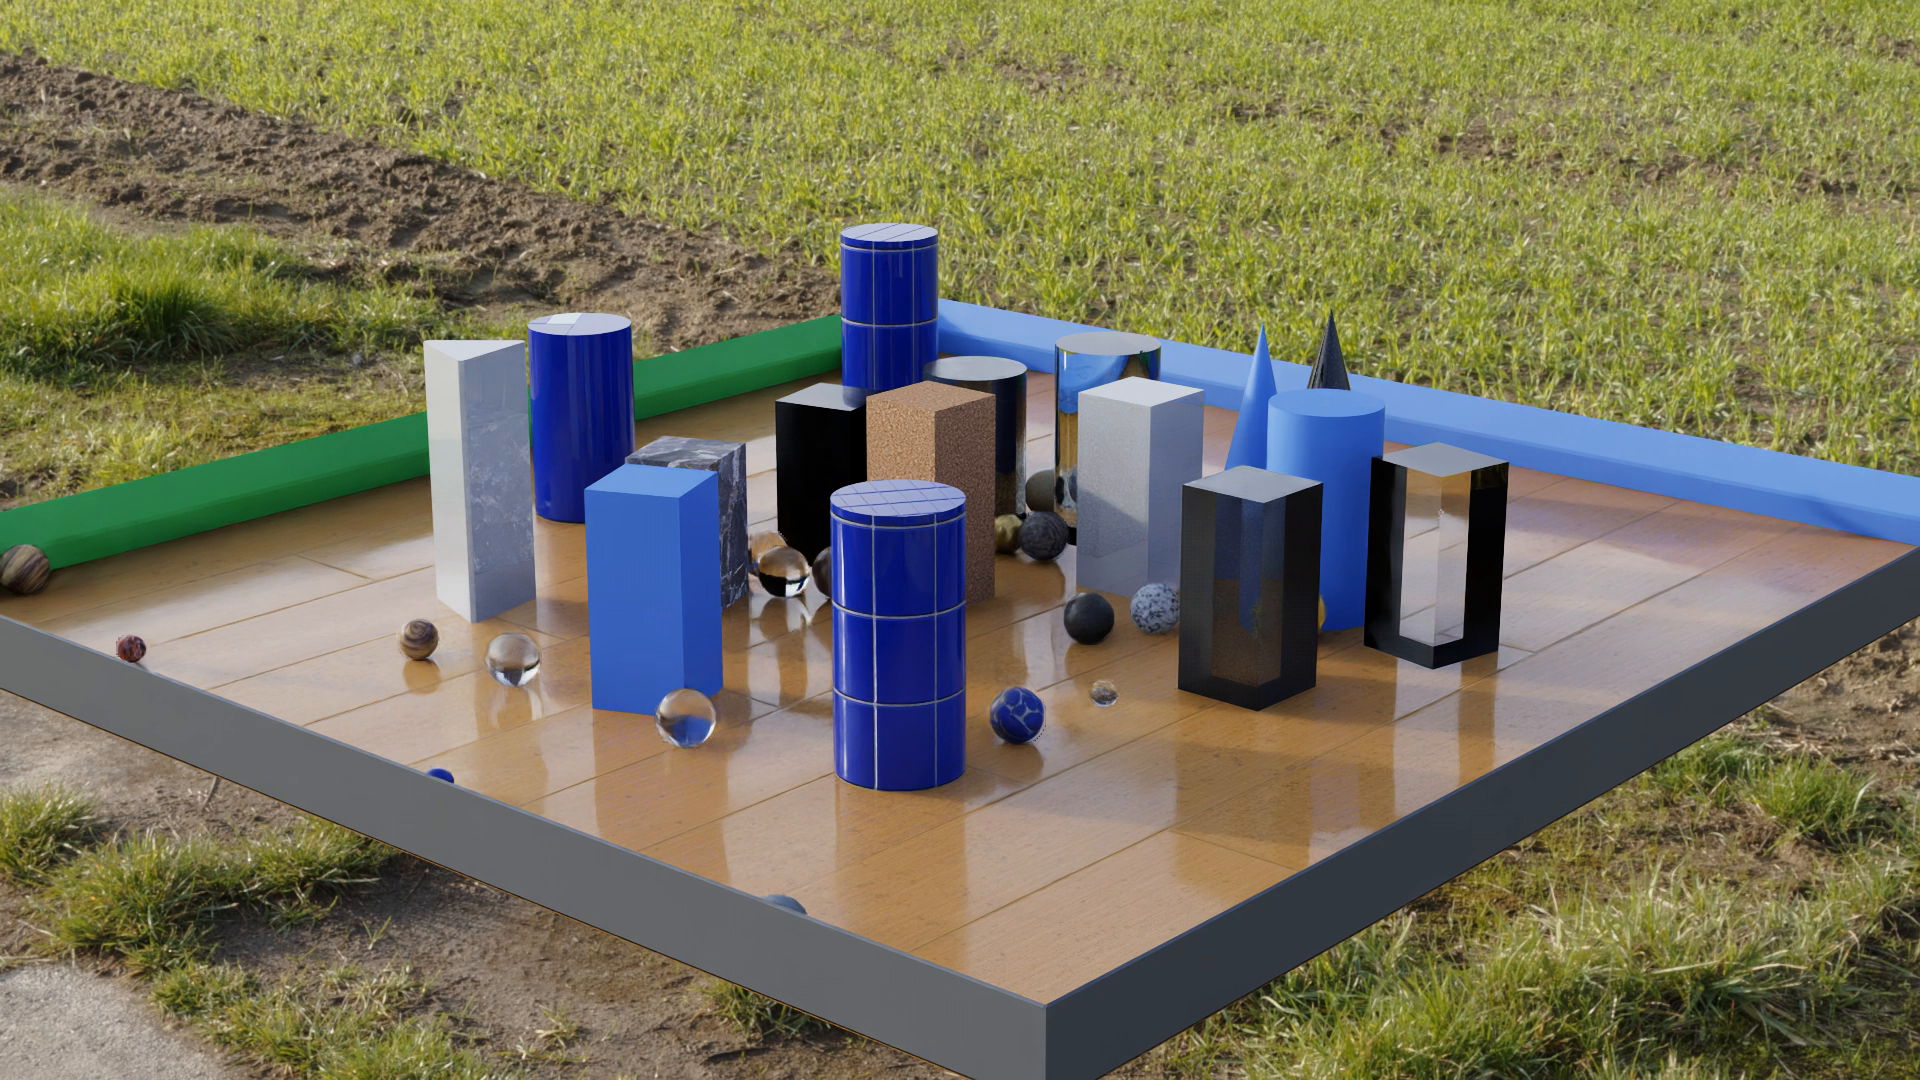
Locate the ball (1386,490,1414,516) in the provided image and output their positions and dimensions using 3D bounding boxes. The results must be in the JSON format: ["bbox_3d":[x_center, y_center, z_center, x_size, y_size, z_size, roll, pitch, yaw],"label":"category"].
[{"bbox_3d":[0.840,-0.071,5.598,0.049,0.049,0.049,0,17,0],"label":"ball"}]

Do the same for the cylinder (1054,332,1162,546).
[{"bbox_3d":[0.272,-0.186,5.434,0.195,0.365,0.195,0,17,0],"label":"cylinder"}]

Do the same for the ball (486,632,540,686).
[{"bbox_3d":[-0.712,0.190,4.669,0.087,0.087,0.087,0,17,0],"label":"ball"}]

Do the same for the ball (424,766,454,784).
[{"bbox_3d":[-0.749,0.350,4.201,0.050,0.050,0.050,0,17,0],"label":"ball"}]

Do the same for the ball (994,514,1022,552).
[{"bbox_3d":[0.087,-0.013,5.367,0.071,0.071,0.071,0,17,0],"label":"ball"}]

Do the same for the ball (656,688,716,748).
[{"bbox_3d":[-0.412,0.267,4.406,0.090,0.090,0.090,0,17,0],"label":"ball"}]

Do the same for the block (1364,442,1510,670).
[{"bbox_3d":[0.780,0.024,4.810,0.156,0.324,0.156,-13,21,-36],"label":"block"}]

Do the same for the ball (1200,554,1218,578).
[{"bbox_3d":[0.438,0.046,5.225,0.042,0.042,0.042,0,17,0],"label":"ball"}]

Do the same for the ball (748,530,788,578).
[{"bbox_3d":[-0.346,0.026,5.213,0.086,0.086,0.086,0,17,0],"label":"ball"}]

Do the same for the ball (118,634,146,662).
[{"bbox_3d":[-1.351,0.177,4.782,0.045,0.045,0.045,0,17,0],"label":"ball"}]

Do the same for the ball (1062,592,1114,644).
[{"bbox_3d":[0.214,0.129,4.874,0.085,0.085,0.085,0,17,0],"label":"ball"}]

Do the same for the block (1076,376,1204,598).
[{"bbox_3d":[0.315,-0.092,5.148,0.156,0.349,0.156,14,22,38],"label":"block"}]

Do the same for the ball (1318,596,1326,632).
[{"bbox_3d":[0.563,0.121,4.886,0.094,0.094,0.094,0,17,0],"label":"ball"}]

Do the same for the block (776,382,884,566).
[{"bbox_3d":[-0.224,-0.115,5.312,0.156,0.299,0.156,9,19,27],"label":"block"}]

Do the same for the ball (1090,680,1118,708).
[{"bbox_3d":[0.225,0.240,4.578,0.044,0.044,0.044,0,17,0],"label":"ball"}]

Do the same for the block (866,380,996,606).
[{"bbox_3d":[-0.049,-0.073,5.061,0.156,0.363,0.156,14,22,39],"label":"block"}]

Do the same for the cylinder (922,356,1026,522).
[{"bbox_3d":[0.027,-0.177,5.515,0.195,0.301,0.195,0,17,0],"label":"cylinder"}]

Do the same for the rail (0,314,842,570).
[{"bbox_3d":[-0.981,-0.214,5.936,0.045,0.127,2.754,14,22,39],"label":"rail"}]

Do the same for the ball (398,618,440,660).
[{"bbox_3d":[-0.886,0.162,4.797,0.067,0.067,0.067,0,17,0],"label":"ball"}]

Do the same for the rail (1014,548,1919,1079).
[{"bbox_3d":[0.981,0.278,4.305,0.045,0.127,2.754,14,22,39],"label":"rail"}]

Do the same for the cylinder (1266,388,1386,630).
[{"bbox_3d":[0.616,-0.053,4.982,0.195,0.372,0.195,0,17,0],"label":"cylinder"}]

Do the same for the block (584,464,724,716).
[{"bbox_3d":[-0.475,0.078,4.573,0.156,0.356,0.156,5,18,17],"label":"block"}]

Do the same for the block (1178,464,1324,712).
[{"bbox_3d":[0.457,0.073,4.621,0.156,0.337,0.156,15,22,40],"label":"block"}]

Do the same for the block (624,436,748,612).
[{"bbox_3d":[-0.470,-0.024,5.061,0.156,0.270,0.156,6,18,18],"label":"block"}]

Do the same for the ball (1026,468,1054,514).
[{"bbox_3d":[0.170,-0.089,5.573,0.098,0.098,0.098,0,17,0],"label":"ball"}]

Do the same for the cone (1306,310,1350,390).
[{"bbox_3d":[0.720,-0.276,5.737,0.195,0.362,0.195,0,17,0],"label":"cone"}]

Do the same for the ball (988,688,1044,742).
[{"bbox_3d":[0.086,0.264,4.427,0.084,0.084,0.084,0,17,0],"label":"ball"}]

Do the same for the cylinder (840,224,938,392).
[{"bbox_3d":[-0.141,-0.389,5.921,0.195,0.471,0.195,0,17,0],"label":"cylinder"}]

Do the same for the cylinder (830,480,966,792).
[{"bbox_3d":[-0.089,0.138,4.272,0.195,0.415,0.195,0,17,0],"label":"cylinder"}]

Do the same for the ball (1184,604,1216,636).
[{"bbox_3d":[0.402,0.134,4.916,0.052,0.052,0.052,0,17,0],"label":"ball"}]

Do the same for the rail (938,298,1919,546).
[{"bbox_3d":[0.887,-0.263,6.099,2.646,0.127,0.045,14,22,39],"label":"rail"}]

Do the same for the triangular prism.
[{"bbox_3d":[-0.846,-0.109,5.017,0.146,0.458,0.169,10,19,29],"label":"triangular prism"}]

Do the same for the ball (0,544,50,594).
[{"bbox_3d":[-1.636,0.051,5.125,0.089,0.089,0.089,0,17,0],"label":"ball"}]

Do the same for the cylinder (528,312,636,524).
[{"bbox_3d":[-0.719,-0.233,5.590,0.195,0.365,0.195,0,17,0],"label":"cylinder"}]

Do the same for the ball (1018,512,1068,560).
[{"bbox_3d":[0.150,-0.007,5.317,0.089,0.089,0.089,0,17,0],"label":"ball"}]

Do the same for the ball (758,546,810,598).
[{"bbox_3d":[-0.307,0.055,5.109,0.090,0.090,0.090,0,17,0],"label":"ball"}]

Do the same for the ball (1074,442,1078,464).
[{"bbox_3d":[0.275,-0.172,5.860,0.093,0.093,0.093,0,17,0],"label":"ball"}]

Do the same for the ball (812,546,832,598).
[{"bbox_3d":[-0.209,0.055,5.098,0.096,0.096,0.096,0,17,0],"label":"ball"}]

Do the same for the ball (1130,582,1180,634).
[{"bbox_3d":[0.330,0.114,4.922,0.085,0.085,0.085,0,17,0],"label":"ball"}]

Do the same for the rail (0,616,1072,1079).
[{"bbox_3d":[-0.887,0.327,4.142,2.646,0.127,0.045,14,22,39],"label":"rail"}]

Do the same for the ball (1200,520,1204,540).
[{"bbox_3d":[0.414,-0.021,5.394,0.072,0.072,0.072,0,17,0],"label":"ball"}]

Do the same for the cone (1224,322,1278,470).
[{"bbox_3d":[0.540,-0.180,5.291,0.195,0.436,0.195,0,17,0],"label":"cone"}]

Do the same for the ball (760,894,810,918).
[{"bbox_3d":[-0.230,0.488,3.680,0.086,0.086,0.086,0,17,0],"label":"ball"}]
